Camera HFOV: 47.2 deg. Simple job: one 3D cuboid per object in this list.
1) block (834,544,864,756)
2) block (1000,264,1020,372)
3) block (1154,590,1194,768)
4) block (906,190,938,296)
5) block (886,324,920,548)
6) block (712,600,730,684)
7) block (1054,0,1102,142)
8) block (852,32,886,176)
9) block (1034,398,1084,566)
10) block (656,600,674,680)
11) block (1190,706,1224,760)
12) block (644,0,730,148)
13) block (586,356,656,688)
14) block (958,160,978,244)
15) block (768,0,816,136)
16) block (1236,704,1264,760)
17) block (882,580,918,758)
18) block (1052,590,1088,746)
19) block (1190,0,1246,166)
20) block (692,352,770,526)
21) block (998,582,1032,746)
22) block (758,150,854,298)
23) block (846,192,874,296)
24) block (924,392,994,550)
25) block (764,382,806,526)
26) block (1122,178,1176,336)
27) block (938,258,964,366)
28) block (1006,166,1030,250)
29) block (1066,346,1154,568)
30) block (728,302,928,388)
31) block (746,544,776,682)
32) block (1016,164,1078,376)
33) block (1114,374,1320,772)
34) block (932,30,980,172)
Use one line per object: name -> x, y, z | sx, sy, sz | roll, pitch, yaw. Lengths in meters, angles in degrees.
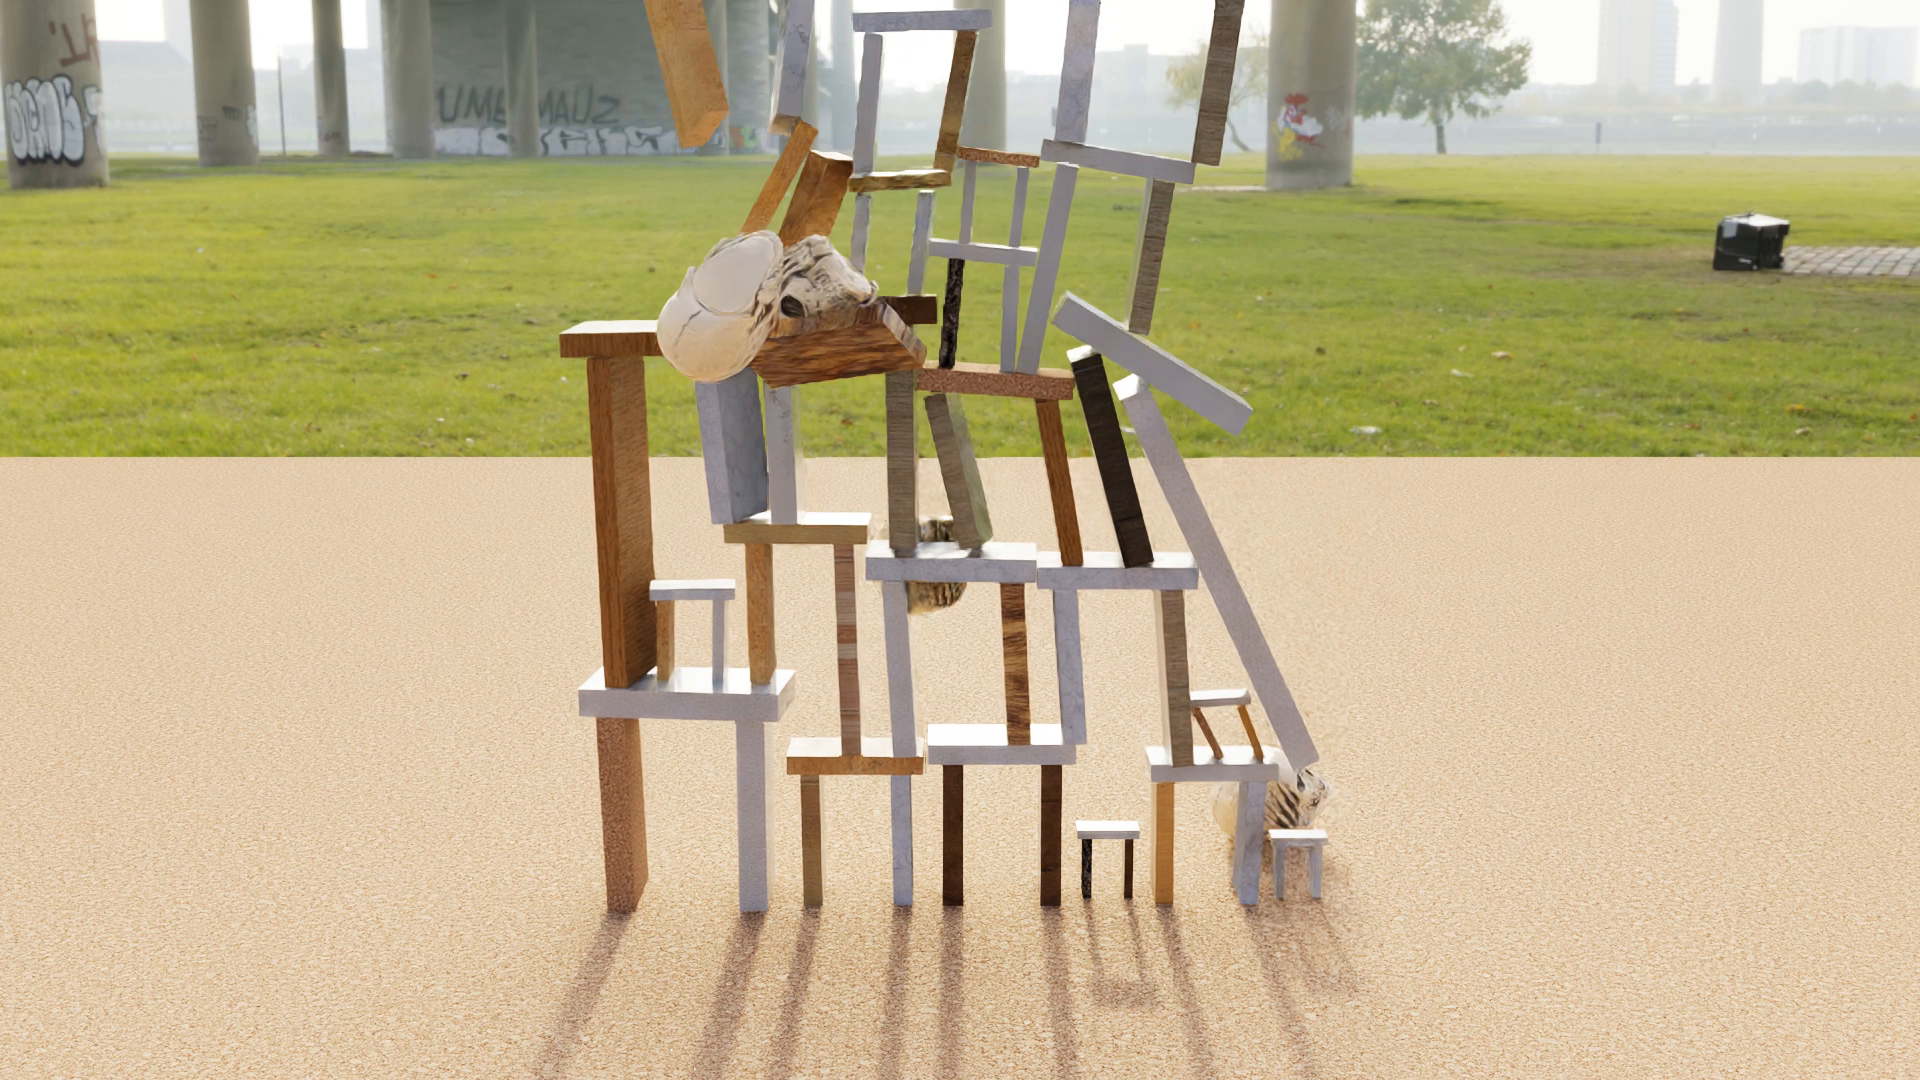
block -> -0.181, 0.169, 3.590 | 0.033, 0.347, 0.115 | -2, 9, 0
block -> 0.079, -0.355, 3.494 | 0.024, 0.168, 0.084 | 2, 10, 0
block -> 0.348, 0.212, 3.593 | 0.036, 0.292, 0.128 | -5, 11, 0
block -> -0.060, -0.471, 3.481 | 0.023, 0.161, 0.081 | 8, 10, 3
block -> -0.092, -0.170, 3.527 | 0.043, 0.352, 0.152 | -1, 7, 2
block -> -0.391, 0.158, 3.586 | 0.019, 0.137, 0.068 | 2, 11, 0
block -> 0.188, -0.775, 3.412 | 0.044, 0.309, 0.154 | 7, 12, 4
block -> -0.141, -0.680, 3.427 | 0.030, 0.213, 0.107 | 6, 14, -1
block -> 0.160, -0.101, 3.542 | 0.035, 0.265, 0.124 | -9, 11, 2
block -> -0.482, 0.155, 3.601 | 0.019, 0.137, 0.068 | 2, 10, 0
block -> 0.404, 0.311, 3.608 | 0.014, 0.097, 0.049 | -27, 10, 4
block -> -0.421, -0.752, 3.354 | 0.038, 0.270, 0.135 | -11, -9, -25
block -> -0.540, -0.037, 3.532 | 0.038, 0.532, 0.135 | 3, 14, 15
block -> 0.013, -0.533, 3.461 | 0.018, 0.128, 0.064 | 5, 12, 1
block -> -0.258, -0.777, 3.417 | 0.038, 0.270, 0.135 | 7, -3, -11
block -> 0.475, 0.309, 3.609 | 0.014, 0.097, 0.049 | -21, 10, 5
block -> -0.097, 0.196, 3.596 | 0.038, 0.292, 0.135 | -3, 11, 1
block -> 0.178, 0.194, 3.592 | 0.036, 0.256, 0.128 | -4, 11, 1
block -> 0.403, -0.738, 3.404 | 0.044, 0.309, 0.154 | 9, 12, 5
block -> -0.363, -0.170, 3.511 | 0.038, 0.270, 0.135 | -1, 11, 24
block -> 0.089, 0.186, 3.593 | 0.038, 0.271, 0.135 | -3, 11, 0
block -> -0.241, -0.499, 3.485 | 0.033, 0.234, 0.117 | 27, 16, 16
block -> -0.159, -0.468, 3.486 | 0.023, 0.161, 0.081 | 6, 8, -1
block -> -0.001, -0.114, 3.514 | 0.035, 0.248, 0.124 | -13, 5, 12
block -> -0.283, -0.188, 3.535 | 0.043, 0.304, 0.152 | -2, 10, 1
block -> 0.297, -0.449, 3.472 | 0.034, 0.239, 0.120 | 9, 11, -2
block -> -0.013, -0.364, 3.491 | 0.024, 0.168, 0.084 | 5, 11, -2
block -> 0.091, -0.524, 3.461 | 0.018, 0.128, 0.064 | 6, 11, -3
block -> 0.242, -0.137, 3.536 | 0.048, 0.341, 0.171 | -15, 10, 3
block -> -0.195, -0.284, 3.239 | 0.273, 0.033, 0.117 | -5, -33, 31
block -> -0.325, 0.108, 3.597 | 0.033, 0.230, 0.115 | -1, 9, 1
block -> 0.138, -0.430, 3.480 | 0.034, 0.329, 0.120 | 11, 11, 0
block -> 0.414, 0.050, 3.549 | 0.048, 0.669, 0.171 | -25, 11, 5
block -> -0.006, -0.685, 3.428 | 0.030, 0.213, 0.107 | 11, 13, 0
